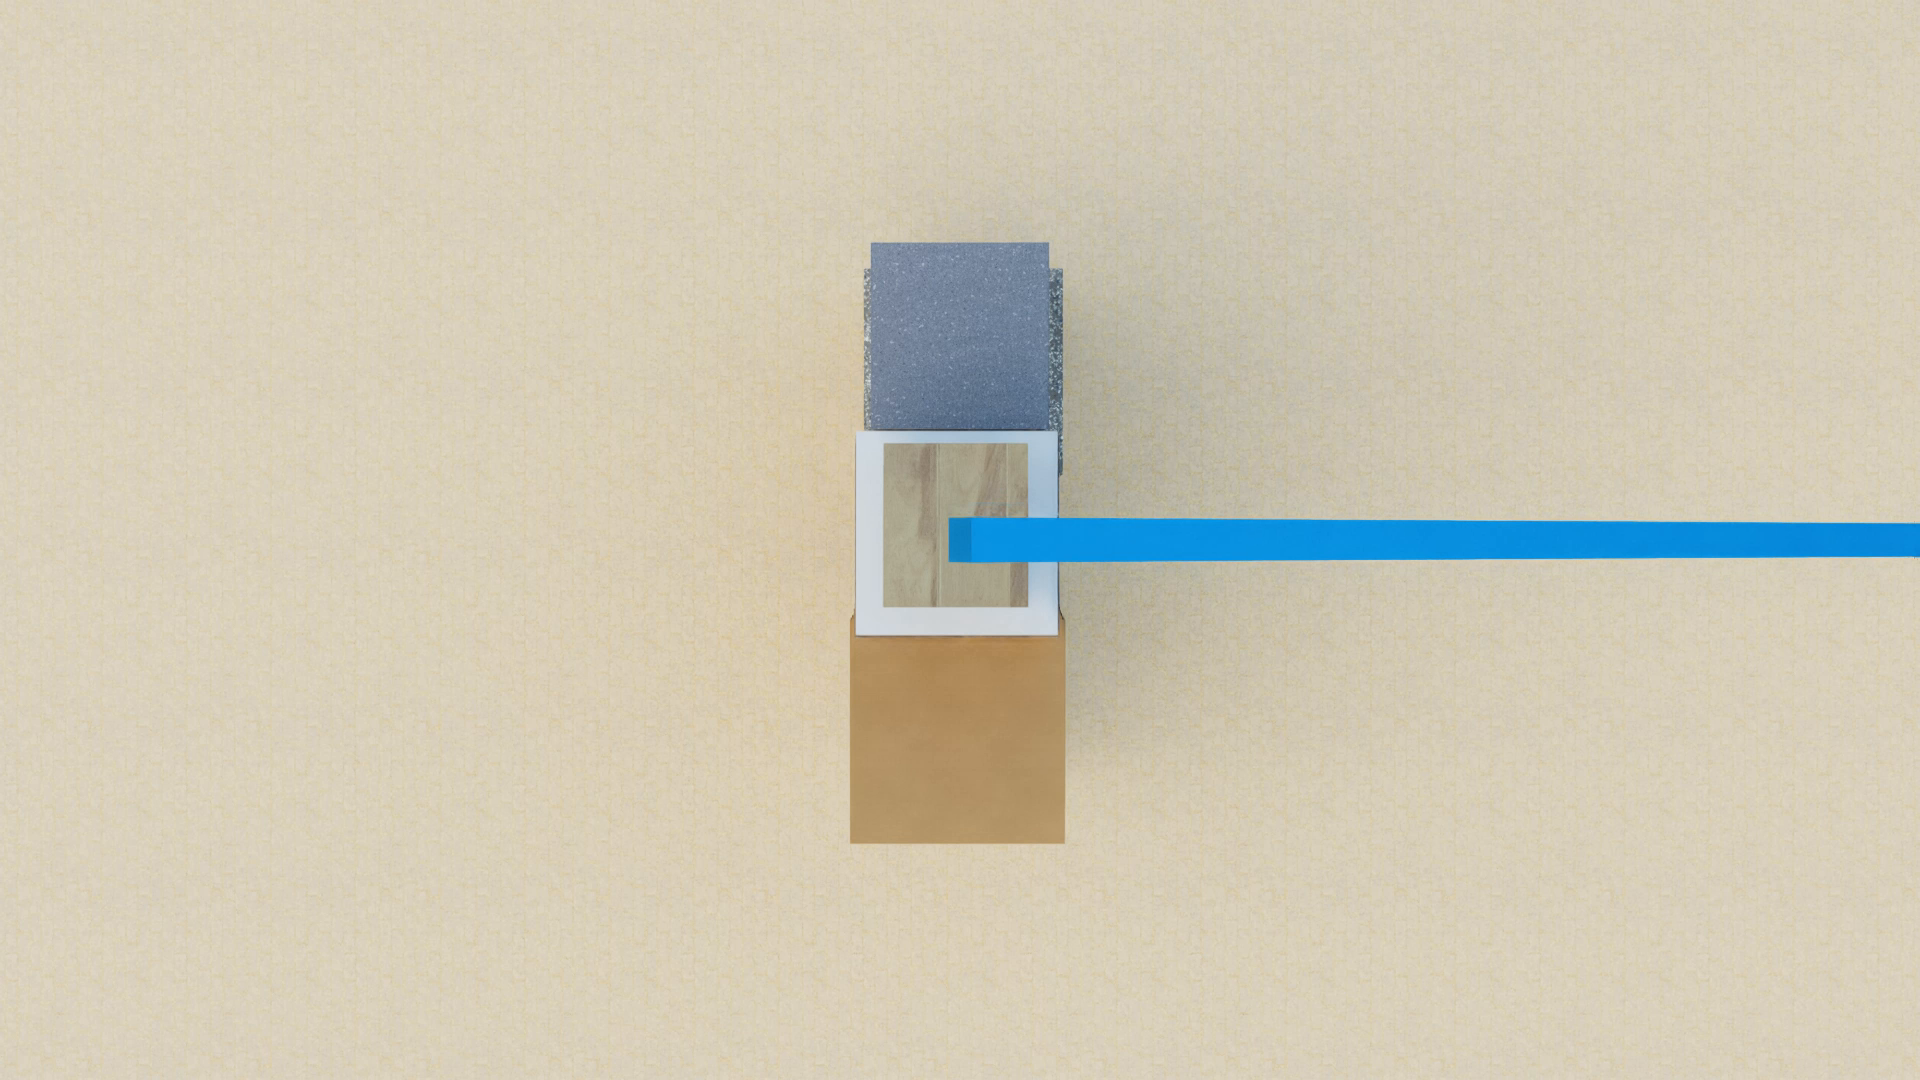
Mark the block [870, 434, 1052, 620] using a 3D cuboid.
[{"bbox_3d":[0.001,-0.040,8.751,0.698,0.600,0.711,0,88,0],"label":"block"}]

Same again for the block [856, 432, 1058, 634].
[{"bbox_3d":[-0.013,-0.014,9.520,0.829,0.938,0.838,0,88,0],"label":"block"}]

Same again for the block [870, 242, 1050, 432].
[{"bbox_3d":[0.000,-1.008,11.412,0.884,1.019,0.935,0,90,0],"label":"block"}]

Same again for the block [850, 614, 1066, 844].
[{"bbox_3d":[-0.012,0.934,11.477,1.069,1.148,1.117,0,92,0],"label":"block"}]

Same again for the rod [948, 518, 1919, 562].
[{"bbox_3d":[2.234,0.000,5.261,5.200,0.080,0.080,0,90,-31],"label":"rod"}]

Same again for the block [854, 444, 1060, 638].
[{"bbox_3d":[-0.013,0.019,10.444,0.927,0.912,0.882,0,88,0],"label":"block"}]

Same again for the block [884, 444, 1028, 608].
[{"bbox_3d":[-0.015,-0.044,8.171,0.520,0.559,0.590,0,88,0],"label":"block"}]

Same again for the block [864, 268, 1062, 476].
[{"bbox_3d":[0.018,-0.914,12.461,1.080,1.078,1.115,0,90,0],"label":"block"}]
